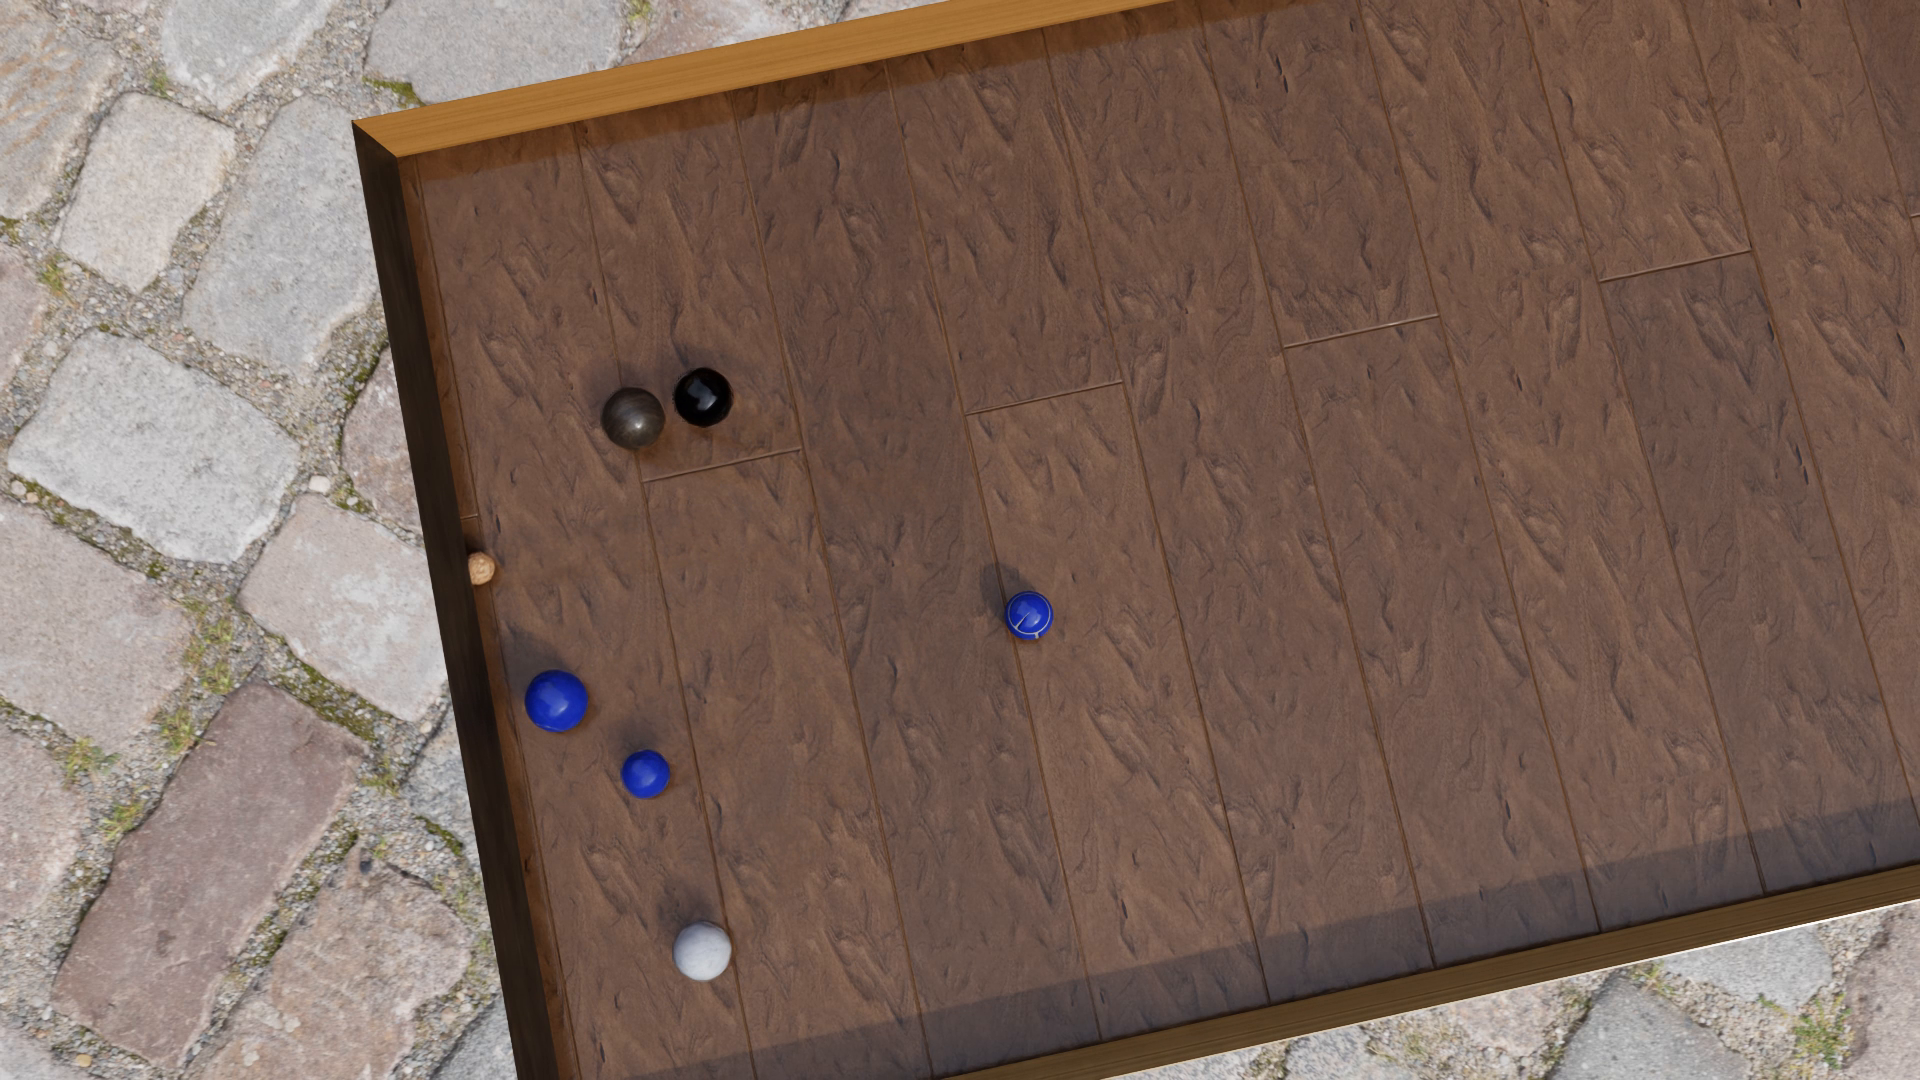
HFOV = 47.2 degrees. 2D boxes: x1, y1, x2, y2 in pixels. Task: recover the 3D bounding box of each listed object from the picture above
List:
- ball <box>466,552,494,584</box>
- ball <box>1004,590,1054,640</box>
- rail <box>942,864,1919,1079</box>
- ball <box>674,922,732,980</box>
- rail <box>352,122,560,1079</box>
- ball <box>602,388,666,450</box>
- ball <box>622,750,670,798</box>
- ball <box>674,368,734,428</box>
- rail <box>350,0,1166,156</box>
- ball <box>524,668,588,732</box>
[{"bbox_3d":[-0.721,0.042,3.288,0.050,0.050,0.050,0,80,0],"label":"ball"},{"bbox_3d":[0.102,0.112,3.263,0.074,0.074,0.074,0,80,0],"label":"ball"},{"bbox_3d":[0.912,0.590,3.152,3.063,0.122,0.045,-12,80,-2],"label":"rail"},{"bbox_3d":[-0.371,0.593,3.172,0.084,0.084,0.084,0,80,0],"label":"ball"},{"bbox_3d":[-0.726,0.149,3.231,0.045,0.122,1.609,-12,80,-2],"label":"rail"},{"bbox_3d":[-0.491,-0.183,3.306,0.094,0.094,0.094,0,80,0],"label":"ball"},{"bbox_3d":[-0.460,0.342,3.223,0.071,0.071,0.071,0,80,0],"label":"ball"},{"bbox_3d":[-0.386,-0.215,3.314,0.090,0.090,0.090,0,80,0],"label":"ball"},{"bbox_3d":[0.585,-0.914,3.421,3.063,0.122,0.045,-12,80,-2],"label":"rail"},{"bbox_3d":[-0.594,0.236,3.232,0.092,0.092,0.092,0,80,0],"label":"ball"}]
